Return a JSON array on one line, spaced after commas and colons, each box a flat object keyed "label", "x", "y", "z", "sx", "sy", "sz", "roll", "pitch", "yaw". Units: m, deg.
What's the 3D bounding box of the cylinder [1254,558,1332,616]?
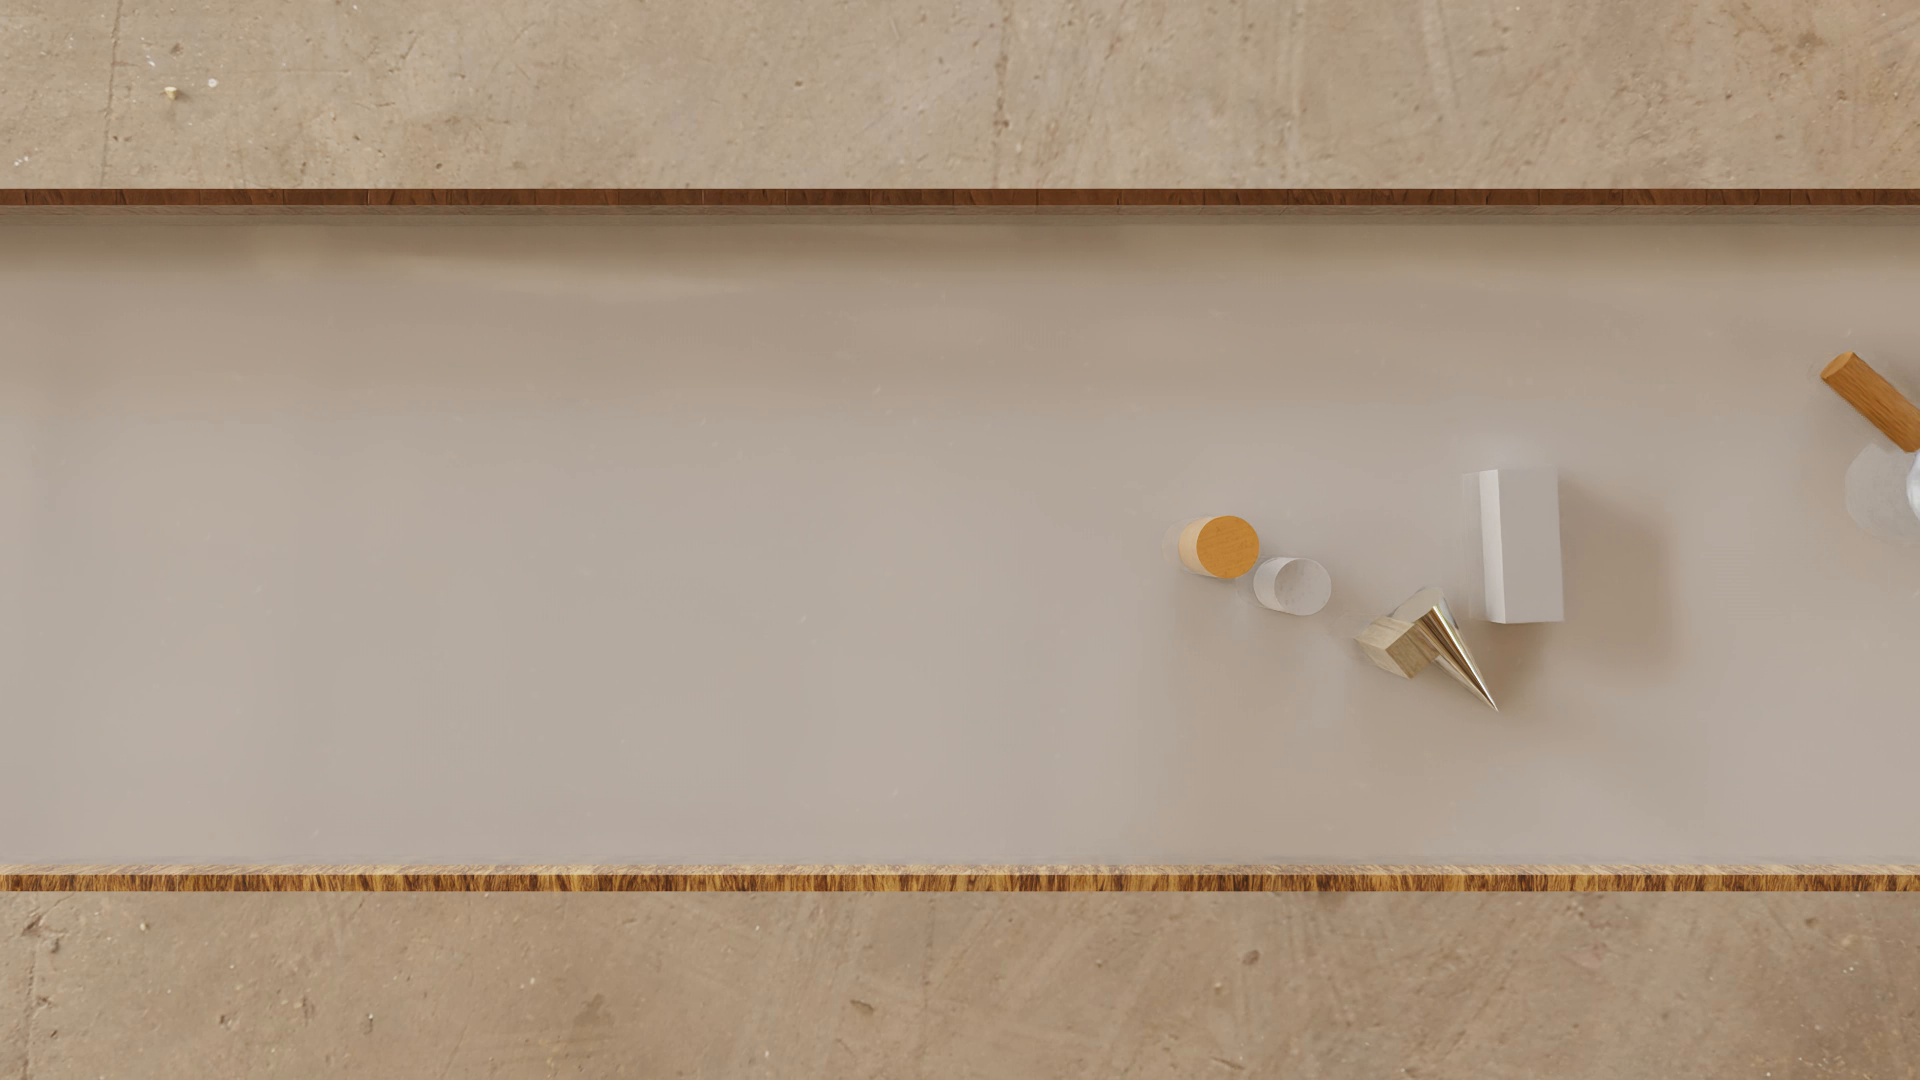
[{"label": "cylinder", "x": 0.986, "y": 0.135, "z": 4.909, "sx": 0.165, "sy": 0.335, "sz": 0.165, "roll": 0, "pitch": 90, "yaw": 0}]

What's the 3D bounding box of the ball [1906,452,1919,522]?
[{"label": "ball", "x": 3.016, "y": -0.160, "z": 4.898, "sx": 0.356, "sy": 0.356, "sz": 0.356, "roll": 0, "pitch": 90, "yaw": 0}]

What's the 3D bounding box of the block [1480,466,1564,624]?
[{"label": "block", "x": 1.697, "y": 0.015, "z": 4.989, "sx": 0.174, "sy": 0.174, "sz": 0.460, "roll": -3, "pitch": 90, "yaw": 0}]

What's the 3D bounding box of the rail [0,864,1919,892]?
[{"label": "rail", "x": -2.247, "y": 1.025, "z": 5.001, "sx": 12.000, "sy": 0.150, "sz": 0.050, "roll": 0, "pitch": 90, "yaw": 0}]

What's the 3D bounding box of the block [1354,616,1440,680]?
[{"label": "block", "x": 1.285, "y": 0.313, "z": 4.871, "sx": 0.112, "sy": 0.408, "sz": 0.112, "roll": -41, "pitch": 90, "yaw": 2}]

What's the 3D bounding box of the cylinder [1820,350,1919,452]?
[{"label": "cylinder", "x": 2.797, "y": -0.421, "z": 5.020, "sx": 0.343, "sy": 0.114, "sz": 0.114, "roll": 41, "pitch": 90, "yaw": 0}]

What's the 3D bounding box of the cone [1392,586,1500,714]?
[{"label": "cone", "x": 1.521, "y": 0.367, "z": 5.033, "sx": 0.176, "sy": 0.176, "sz": 0.443, "roll": -40, "pitch": 101, "yaw": 0}]

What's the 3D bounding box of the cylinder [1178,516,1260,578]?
[{"label": "cylinder", "x": 0.760, "y": 0.020, "z": 4.879, "sx": 0.179, "sy": 0.396, "sz": 0.179, "roll": 0, "pitch": 90, "yaw": 0}]

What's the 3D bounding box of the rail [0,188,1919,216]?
[{"label": "rail", "x": -2.247, "y": -1.025, "z": 5.002, "sx": 12.000, "sy": 0.150, "sz": 0.050, "roll": 0, "pitch": 90, "yaw": 0}]
